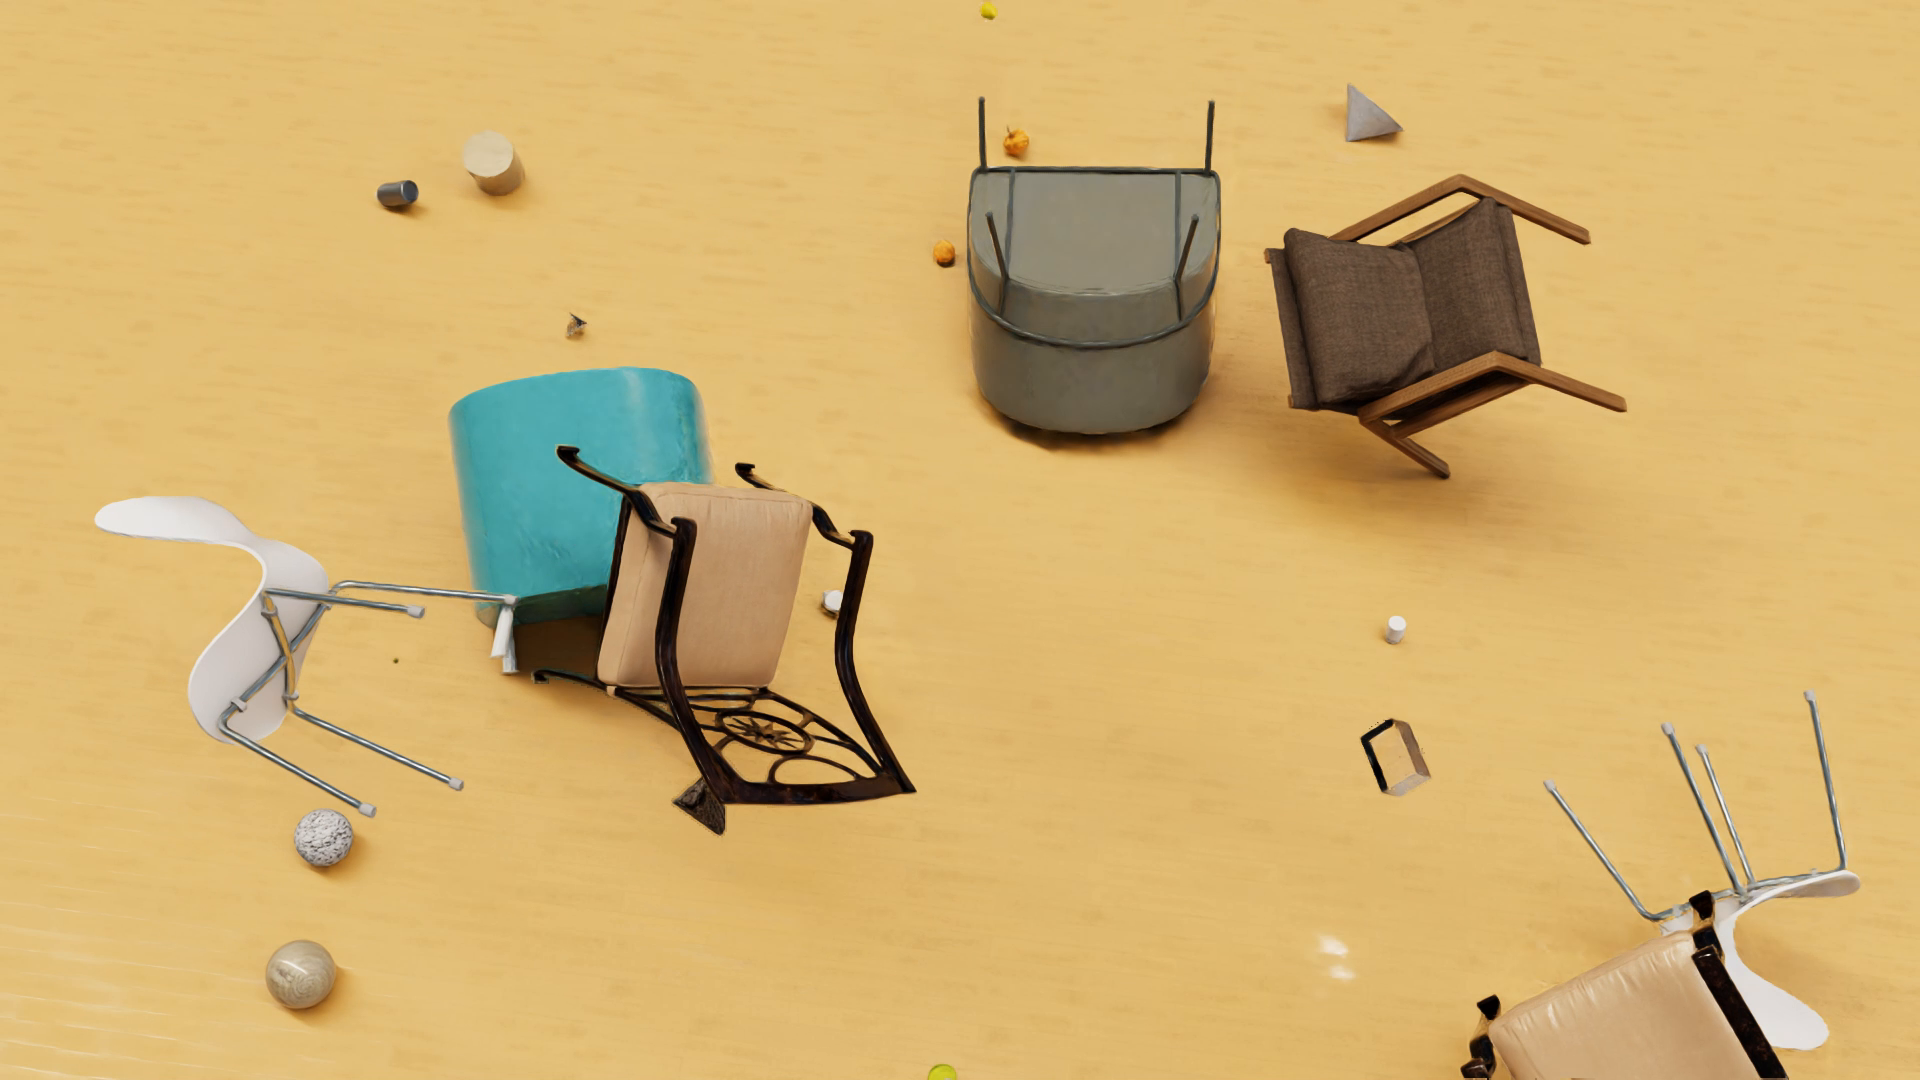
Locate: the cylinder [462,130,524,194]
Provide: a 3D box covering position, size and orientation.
[{"bbox_3d":[-1.547,-1.250,7.289,0.172,0.156,0.162,20,79,6],"label":"cylinder"}]

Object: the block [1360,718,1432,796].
[{"bbox_3d":[1.080,0.539,5.453,0.080,0.102,0.156,17,46,-44],"label":"block"}]

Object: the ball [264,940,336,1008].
[{"bbox_3d":[-1.713,1.127,5.711,0.177,0.177,0.177,0,56,0],"label":"ball"}]

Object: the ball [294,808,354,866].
[{"bbox_3d":[-1.719,0.803,5.942,0.155,0.155,0.155,0,56,0],"label":"ball"}]

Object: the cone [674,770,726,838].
[{"bbox_3d":[-0.652,0.643,5.384,0.111,0.208,0.115,2,42,15],"label":"cone"}]

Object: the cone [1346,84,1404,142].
[{"bbox_3d":[1.361,-1.413,7.468,0.247,0.213,0.152,39,102,-5],"label":"cone"}]
